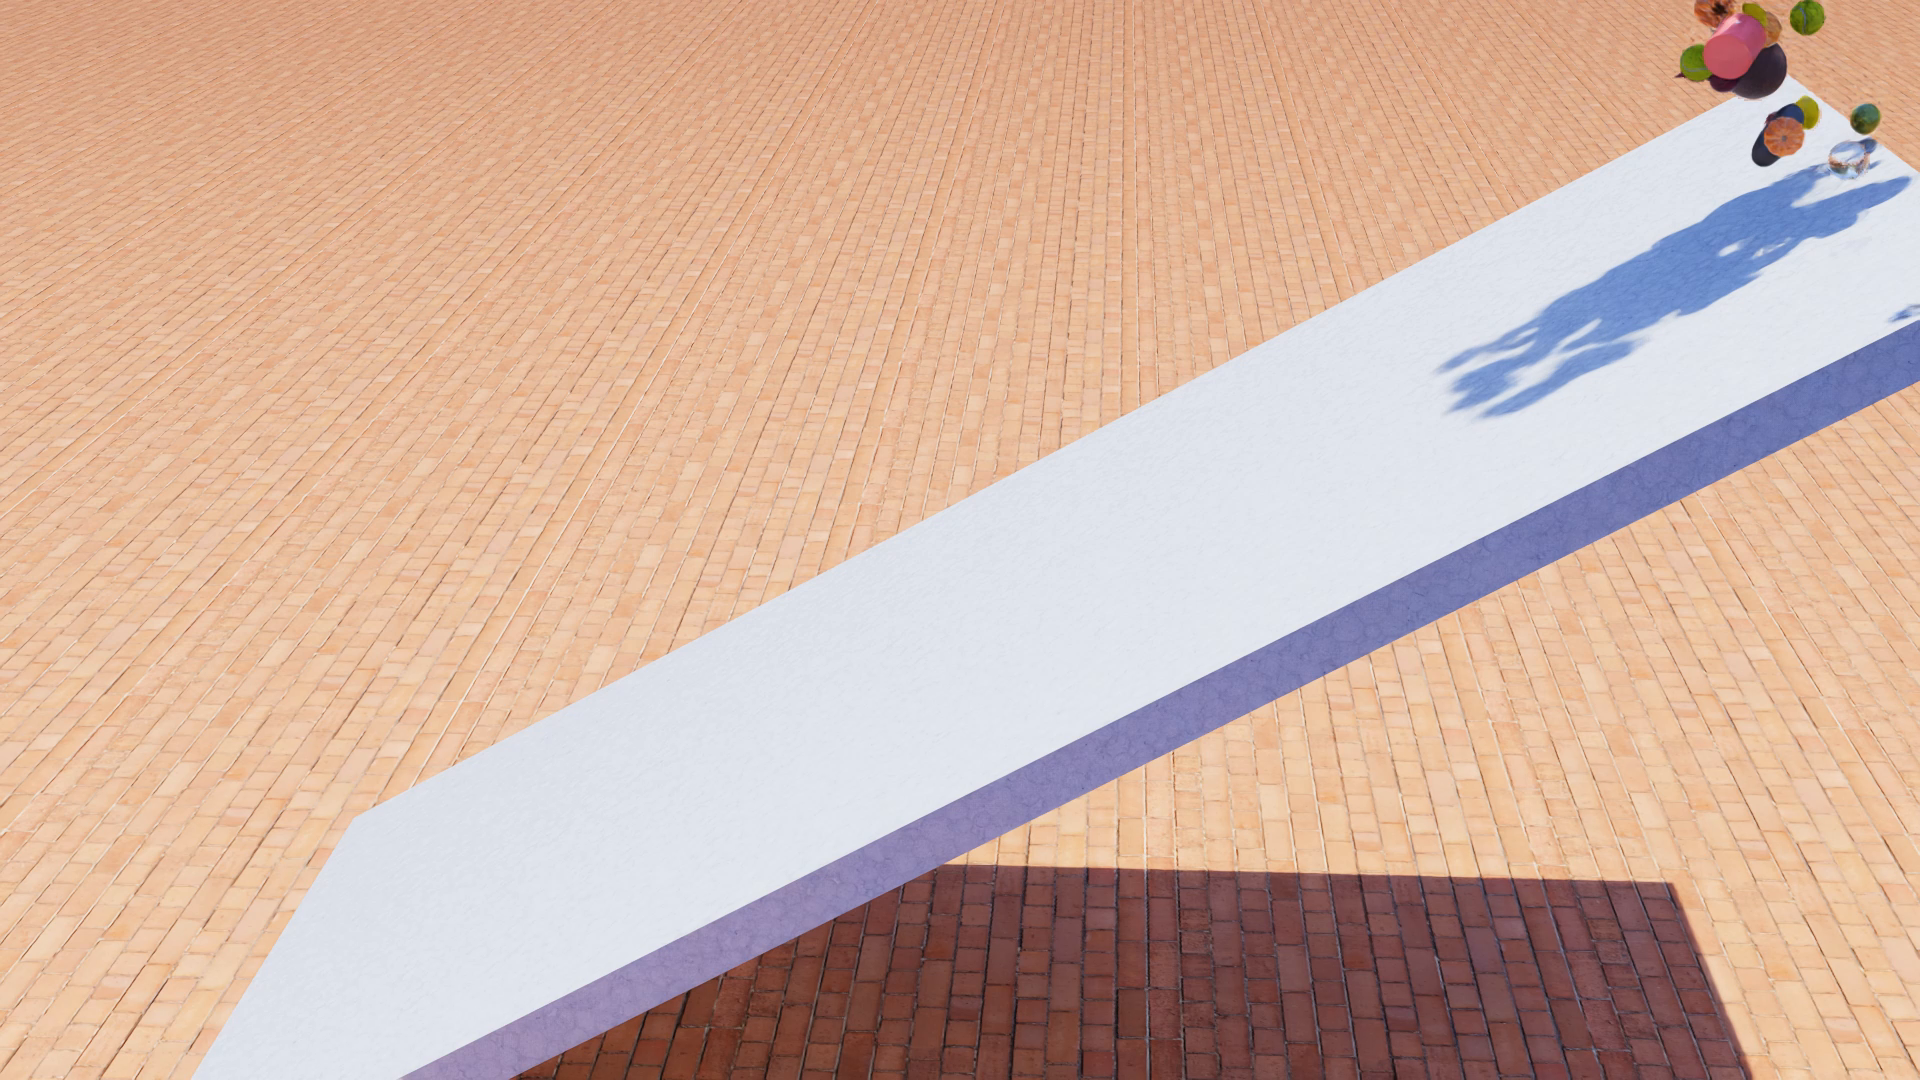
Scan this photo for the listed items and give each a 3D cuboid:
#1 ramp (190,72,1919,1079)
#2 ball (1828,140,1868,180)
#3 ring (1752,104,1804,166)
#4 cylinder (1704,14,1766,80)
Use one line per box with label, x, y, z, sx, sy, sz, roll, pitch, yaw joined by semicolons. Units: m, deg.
ramp;0.142;0.167;6.283;4.000;0.100;2.000;-27;14;11
ball;1.686;-0.721;5.584;0.075;0.075;0.075;0;18;0
ring;1.629;-0.806;5.859;0.046;0.139;0.139;33;20;-2
cylinder;1.462;-0.933;5.555;0.092;0.092;0.092;10;39;29
